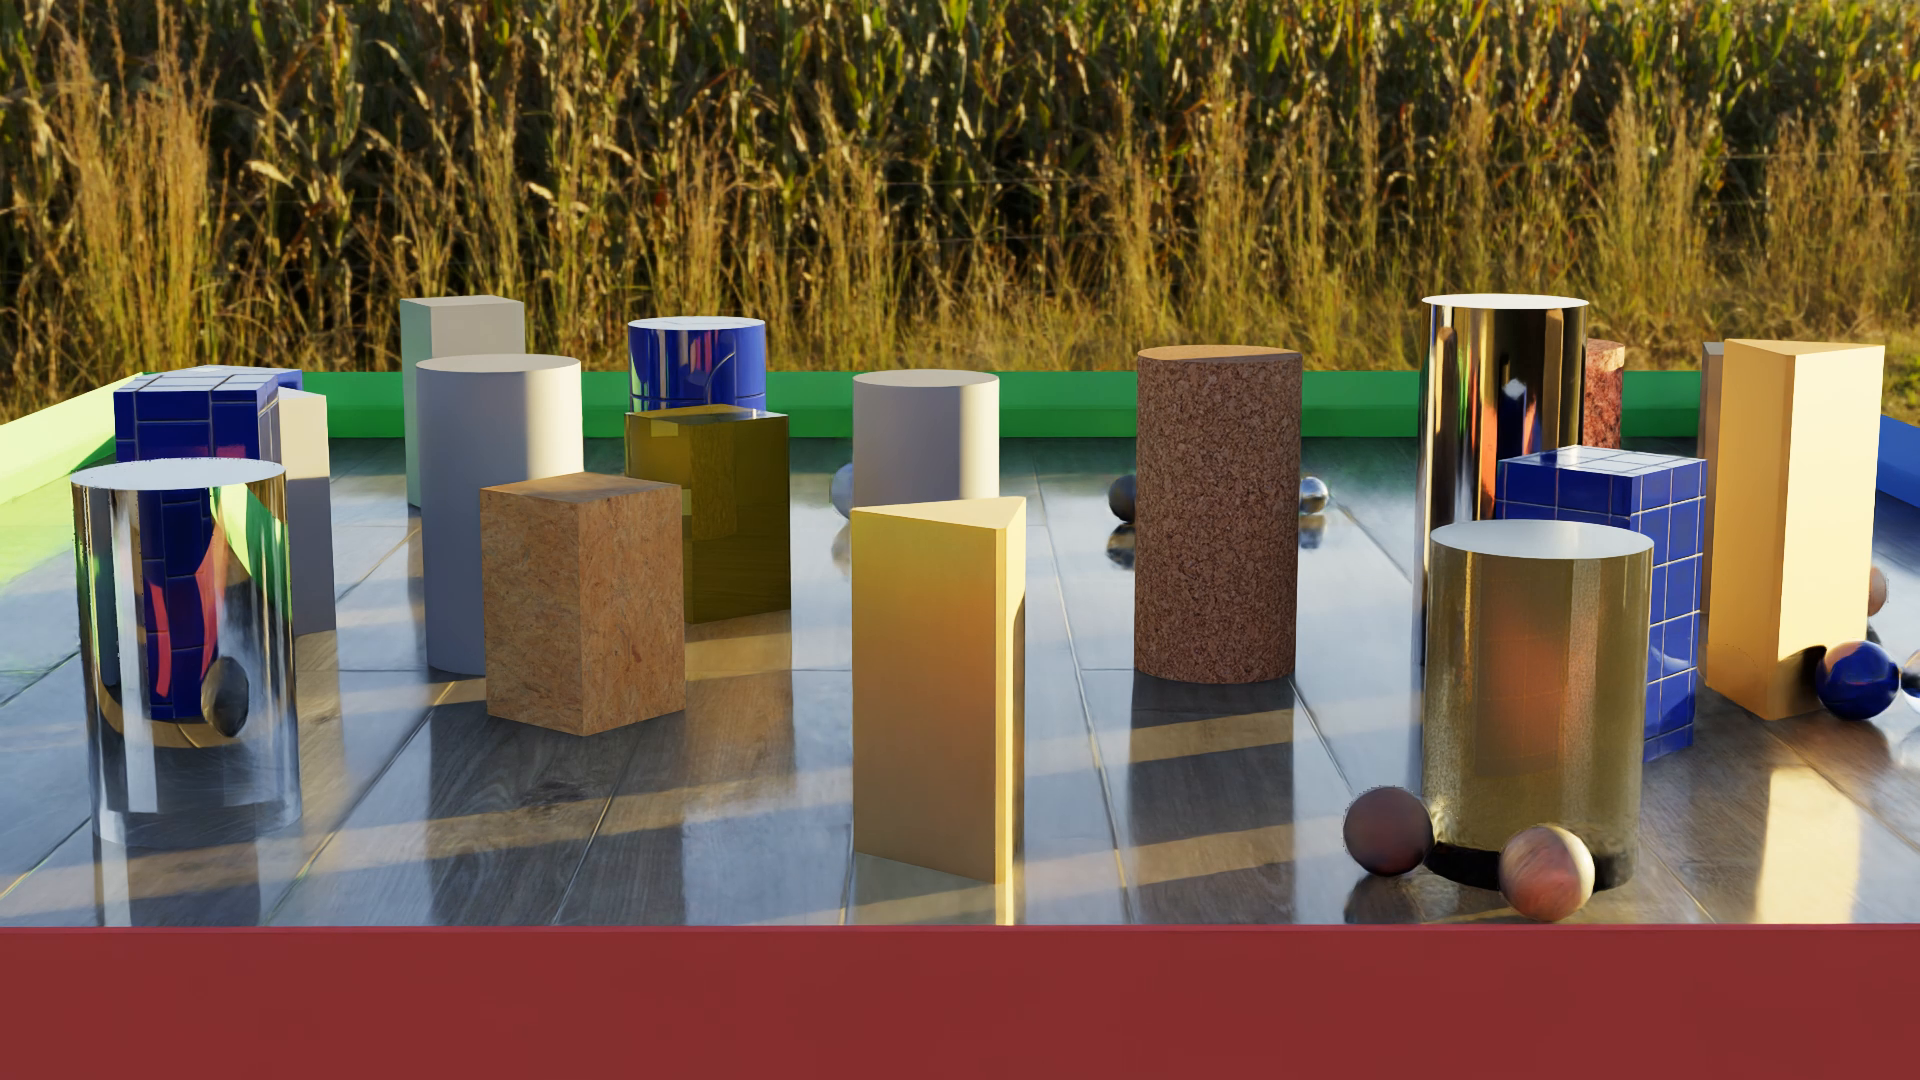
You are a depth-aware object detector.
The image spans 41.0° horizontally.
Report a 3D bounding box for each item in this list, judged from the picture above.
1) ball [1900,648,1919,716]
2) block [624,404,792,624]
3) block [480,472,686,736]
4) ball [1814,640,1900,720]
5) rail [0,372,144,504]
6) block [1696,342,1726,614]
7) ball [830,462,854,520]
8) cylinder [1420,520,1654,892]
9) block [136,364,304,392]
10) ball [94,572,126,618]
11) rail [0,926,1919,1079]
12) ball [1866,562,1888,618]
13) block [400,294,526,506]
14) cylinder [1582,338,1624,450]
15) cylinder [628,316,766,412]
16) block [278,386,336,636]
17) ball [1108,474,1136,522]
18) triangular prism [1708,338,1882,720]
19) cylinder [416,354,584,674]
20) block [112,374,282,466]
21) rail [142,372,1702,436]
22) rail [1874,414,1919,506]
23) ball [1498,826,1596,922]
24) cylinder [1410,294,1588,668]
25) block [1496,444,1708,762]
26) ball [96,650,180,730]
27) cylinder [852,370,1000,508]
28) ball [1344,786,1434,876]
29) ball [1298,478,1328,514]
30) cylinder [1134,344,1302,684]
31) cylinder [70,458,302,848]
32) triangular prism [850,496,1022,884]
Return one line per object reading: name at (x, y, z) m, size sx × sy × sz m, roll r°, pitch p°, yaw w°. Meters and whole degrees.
ball at (1.102, 0.159, 2.872) m, size 0.093 × 0.093 × 0.093 m, roll 0°, pitch 10°, yaw 0°
block at (-0.341, -0.039, 3.471) m, size 0.159 × 0.265 × 0.159 m, roll -9°, pitch 14°, yaw -39°
block at (-0.426, 0.068, 2.906) m, size 0.159 × 0.260 × 0.159 m, roll 8°, pitch 13°, yaw 38°
ball at (1.010, 0.157, 2.889) m, size 0.091 × 0.091 × 0.091 m, roll 0°, pitch 10°, yaw 0°
rail at (-1.583, 0.035, 3.440) m, size 0.045 × 0.129 × 3.326 m, roll 0°, pitch 10°, yaw 0°
block at (1.085, -0.084, 3.479) m, size 0.159 × 0.350 × 0.159 m, roll 2°, pitch 11°, yaw 13°
ball at (-0.160, -0.079, 4.142) m, size 0.099 × 0.099 × 0.099 m, roll 0°, pitch 10°, yaw 0°
cylinder at (0.526, 0.148, 2.351) m, size 0.199 × 0.304 × 0.199 m, roll 0°, pitch 10°, yaw 0°
block at (-1.024, -0.080, 3.574) m, size 0.159 × 0.307 × 0.159 m, roll 4°, pitch 11°, yaw 21°
ball at (-1.124, 0.073, 3.425) m, size 0.062 × 0.062 × 0.062 m, roll 0°, pitch 10°, yaw 0°
rail at (0.009, 0.331, 1.837) m, size 3.213 × 0.129 × 0.045 m, roll 0°, pitch 10°, yaw 0°
ball at (1.186, 0.066, 3.403) m, size 0.084 × 0.084 × 0.084 m, roll 0°, pitch 10°, yaw 0°
block at (-0.826, -0.228, 4.278) m, size 0.159 × 0.343 × 0.159 m, roll -6°, pitch 12°, yaw -29°
cylinder at (0.790, -0.087, 3.475) m, size 0.199 × 0.358 × 0.199 m, roll 0°, pitch 10°, yaw 0°
cylinder at (-0.382, -0.139, 3.756) m, size 0.199 × 0.358 × 0.199 m, roll 0°, pitch 10°, yaw 0°
block at (-0.928, -0.036, 3.336) m, size 0.159 × 0.308 × 0.159 m, roll -9°, pitch 14°, yaw -41°
ball at (0.278, -0.068, 4.137) m, size 0.079 × 0.079 × 0.079 m, roll 0°, pitch 10°, yaw 0°
triangular prism at (0.936, -0.020, 2.962) m, size 0.172 × 0.413 × 0.149 m, roll -8°, pitch 13°, yaw -36°
cylinder at (-0.564, -0.036, 3.168) m, size 0.199 × 0.368 × 0.199 m, roll 0°, pitch 10°, yaw 0°
block at (-0.888, -0.005, 3.021) m, size 0.159 × 0.362 × 0.159 m, roll -1°, pitch 11°, yaw -6°
rail at (-0.009, -0.265, 5.061) m, size 3.213 × 0.129 × 0.045 m, roll 0°, pitch 10°, yaw 0°
rail at (1.583, 0.032, 3.458) m, size 0.045 × 0.129 × 3.326 m, roll 0°, pitch 10°, yaw 0°
ball at (0.505, 0.287, 2.211) m, size 0.082 × 0.082 × 0.082 m, roll 0°, pitch 10°, yaw 0°
cylinder at (0.660, -0.071, 3.147) m, size 0.199 × 0.445 × 0.199 m, roll 0°, pitch 10°, yaw 0°
block at (0.684, 0.069, 2.757) m, size 0.159 × 0.313 × 0.159 m, roll 10°, pitch 14°, yaw 43°
ball at (-0.912, 0.167, 2.844) m, size 0.088 × 0.088 × 0.088 m, roll 0°, pitch 10°, yaw 0°
cylinder at (-0.046, -0.068, 3.506) m, size 0.199 × 0.309 × 0.199 m, roll 0°, pitch 10°, yaw 0°
ball at (0.389, 0.265, 2.334) m, size 0.081 × 0.081 × 0.081 m, roll 0°, pitch 10°, yaw 0°
ball at (0.575, -0.073, 4.215) m, size 0.061 × 0.061 × 0.061 m, roll 0°, pitch 10°, yaw 0°
cylinder at (0.313, -0.036, 3.124) m, size 0.199 × 0.384 × 0.199 m, roll 0°, pitch 10°, yaw 0°
cylinder at (-0.748, 0.104, 2.486) m, size 0.199 × 0.342 × 0.199 m, roll 0°, pitch 10°, yaw 0°
triangular prism at (0.013, 0.130, 2.393) m, size 0.172 × 0.325 × 0.149 m, roll 8°, pitch 13°, yaw 36°
